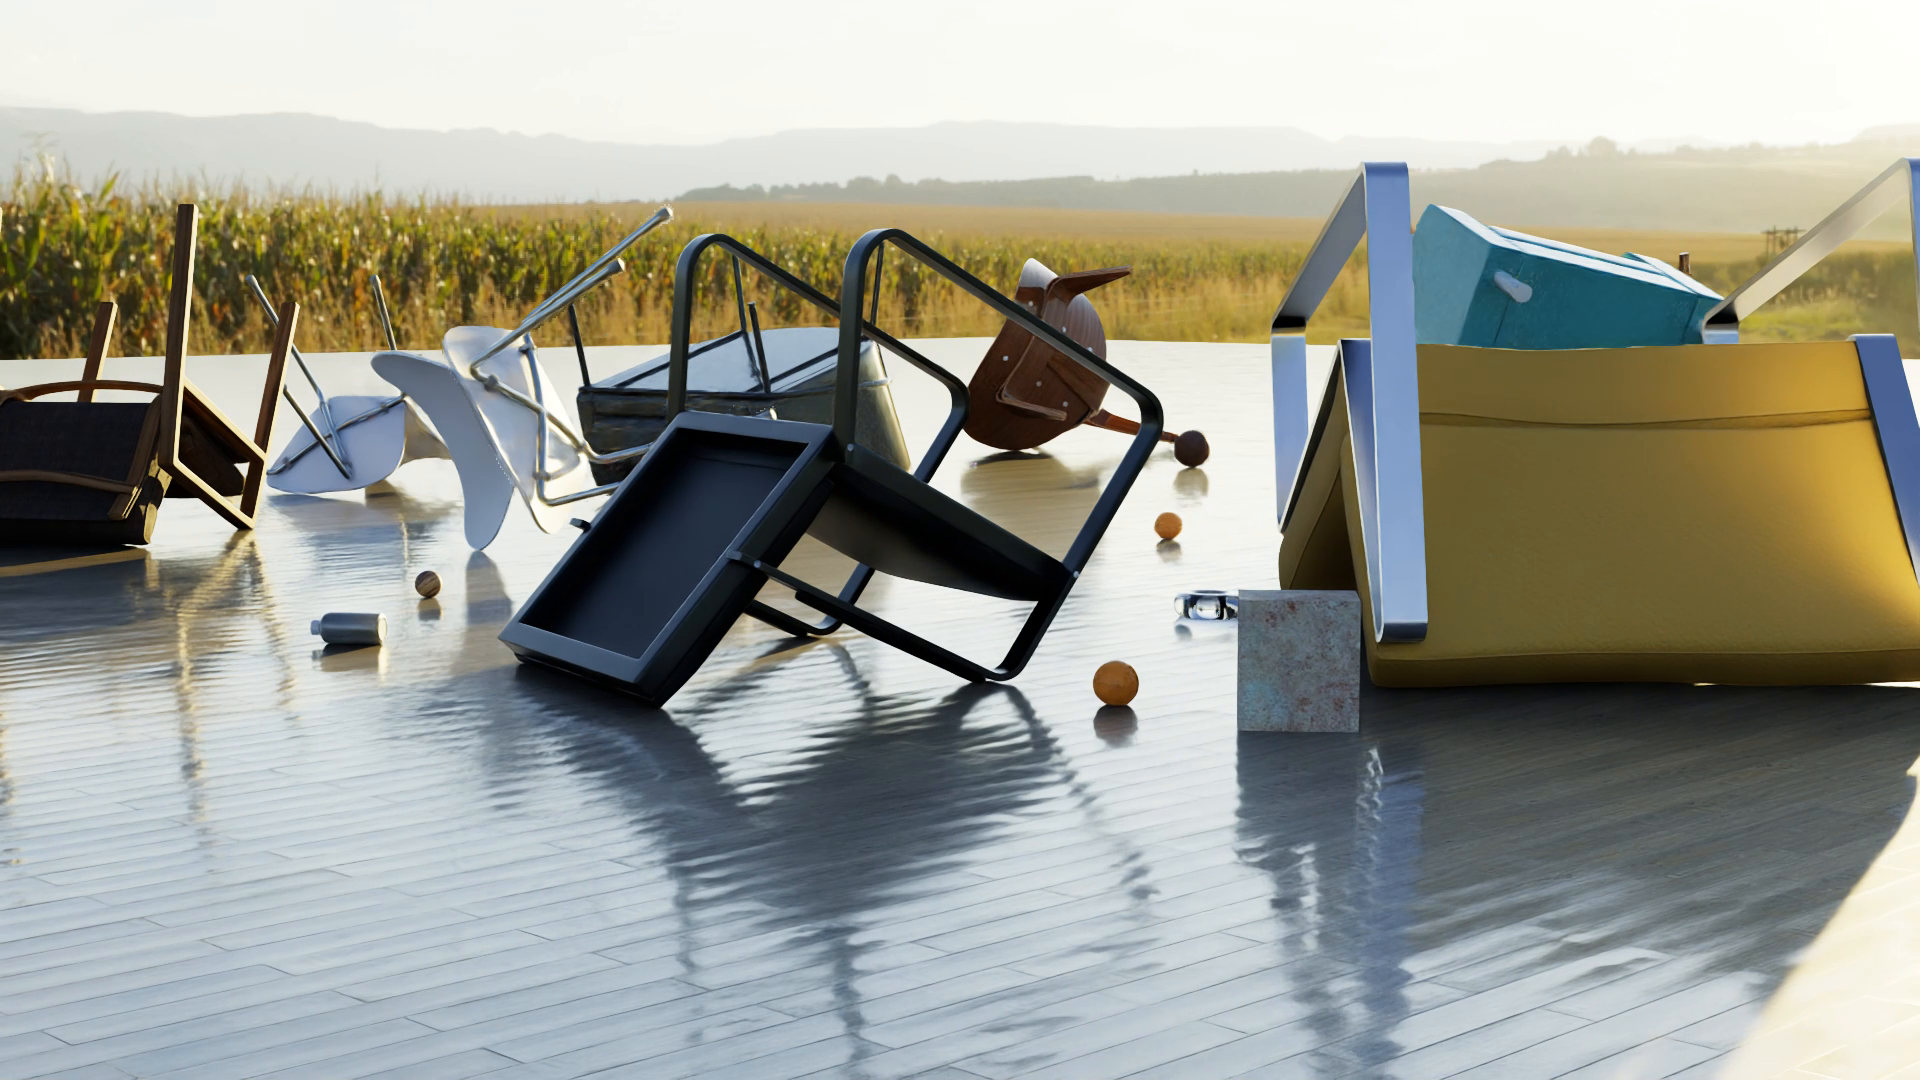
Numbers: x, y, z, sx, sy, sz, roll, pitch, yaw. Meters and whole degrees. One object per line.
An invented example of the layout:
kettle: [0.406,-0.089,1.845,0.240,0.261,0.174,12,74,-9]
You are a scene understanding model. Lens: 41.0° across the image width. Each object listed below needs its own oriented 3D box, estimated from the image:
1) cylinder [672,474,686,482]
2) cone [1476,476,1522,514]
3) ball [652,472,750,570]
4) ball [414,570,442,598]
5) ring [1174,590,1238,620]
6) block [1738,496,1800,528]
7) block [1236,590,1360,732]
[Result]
cylinder: [-0.799,-0.149,7.464,0.072,0.080,0.089,-1,-15,-10]
cone: [1.448,-0.097,7.015,0.133,0.102,0.109,35,-41,-14]
ball: [-0.578,-0.041,5.737,0.220,0.220,0.220,0,6,0]
ball: [-1.089,0.090,5.259,0.057,0.057,0.057,0,6,0]
ring: [0.482,0.125,4.964,0.133,0.050,0.150,-2,5,-27]
block: [2.147,-0.075,6.807,0.144,0.069,0.089,3,7,26]
block: [0.496,0.176,3.773,0.174,0.191,0.130,1,6,5]
